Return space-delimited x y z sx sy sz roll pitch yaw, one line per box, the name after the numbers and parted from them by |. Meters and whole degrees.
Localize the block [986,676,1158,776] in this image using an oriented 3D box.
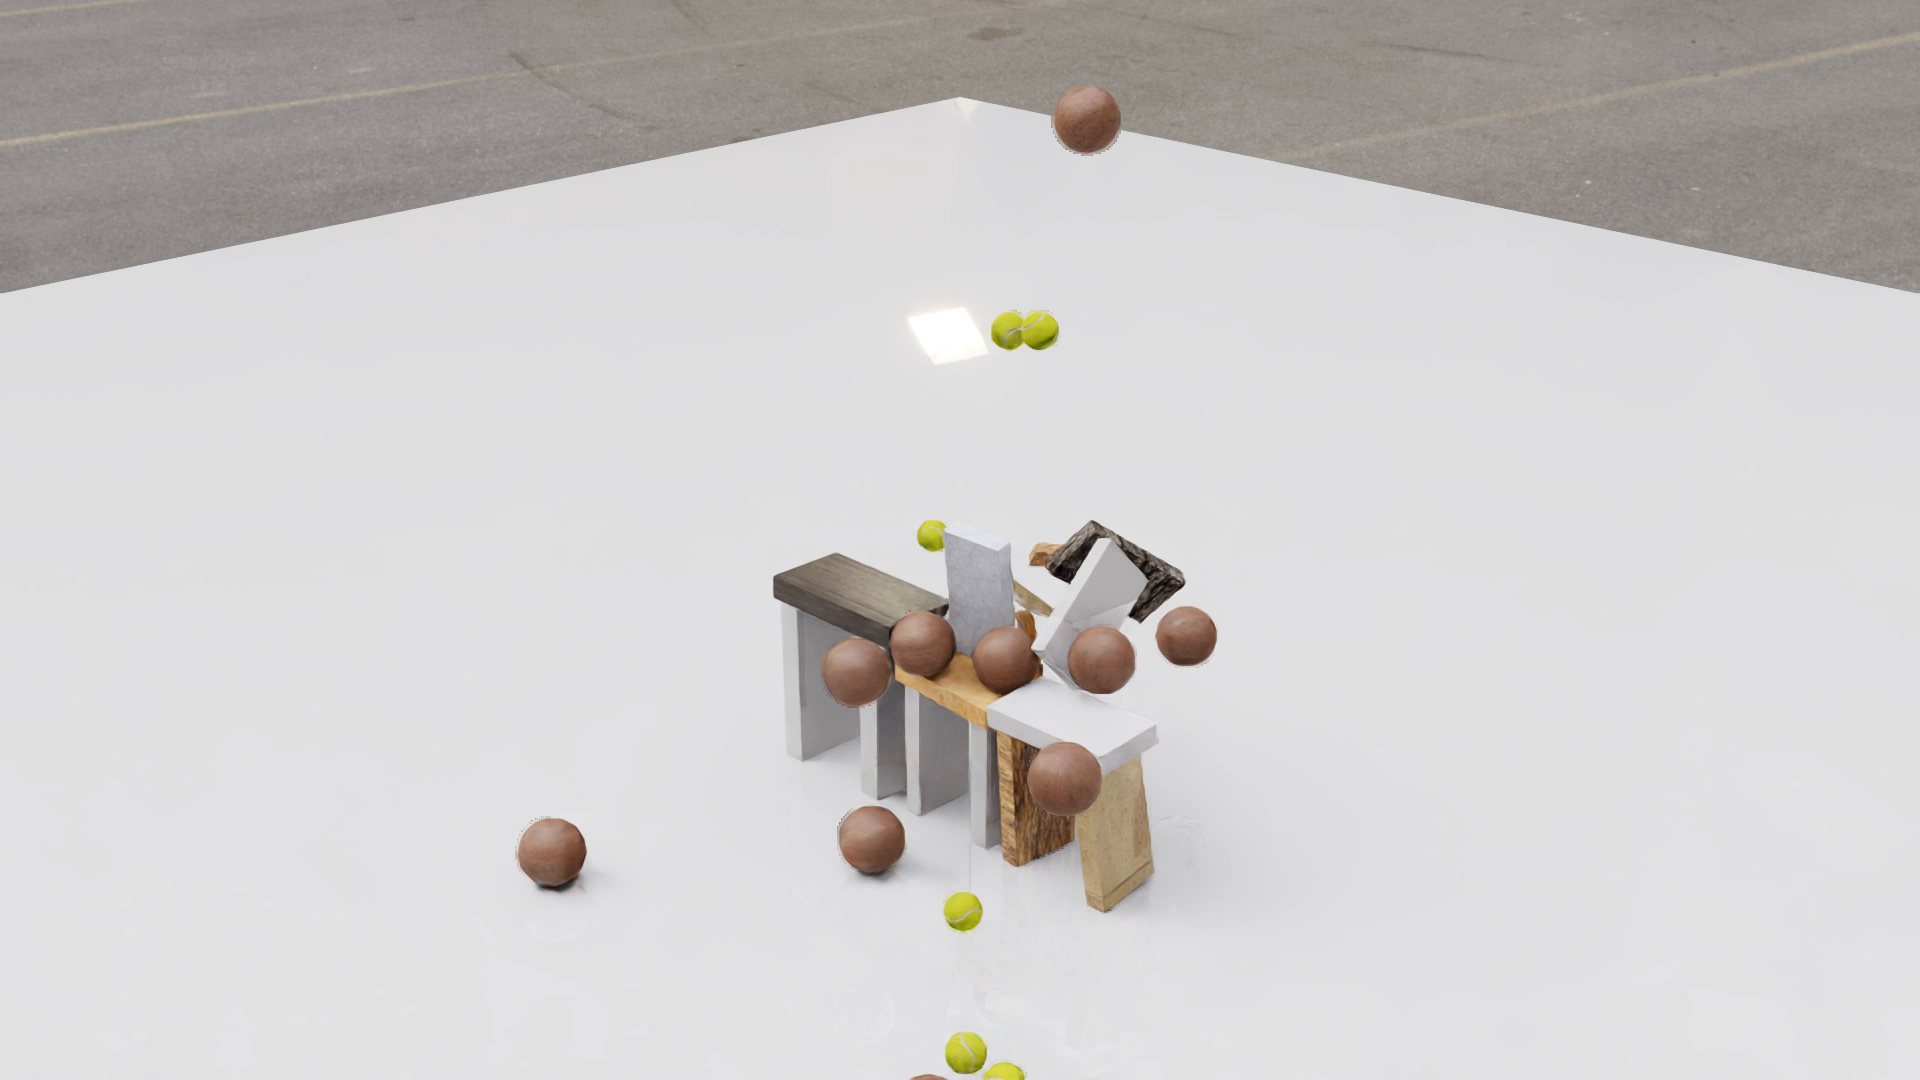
0.208 0.344 4.102 0.149 0.042 0.299 -26 31 -36 | block

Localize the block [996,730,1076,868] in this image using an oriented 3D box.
0.148 0.471 4.259 0.149 0.299 0.042 -20 29 -34 | block

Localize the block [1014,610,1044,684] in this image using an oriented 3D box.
0.143 0.225 4.481 0.022 0.156 0.078 -11 7 -10 | block

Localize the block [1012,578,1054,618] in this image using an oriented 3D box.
0.115 0.106 4.406 0.156 0.022 0.078 36 -10 -34 | block

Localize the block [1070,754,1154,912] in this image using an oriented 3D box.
0.285 0.530 4.102 0.042 0.299 0.149 18 38 41 | block

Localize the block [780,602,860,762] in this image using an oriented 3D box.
-0.290 0.276 4.659 0.050 0.353 0.176 21 31 41 | block

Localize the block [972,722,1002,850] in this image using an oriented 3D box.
0.086 0.457 4.328 0.139 0.278 0.039 -21 31 -41 | block

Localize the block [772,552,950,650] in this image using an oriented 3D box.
-0.201 0.122 4.506 0.176 0.050 0.353 -21 31 -40 | block

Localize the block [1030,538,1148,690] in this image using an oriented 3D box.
0.252 0.143 4.242 0.038 0.133 0.265 7 58 51 | block

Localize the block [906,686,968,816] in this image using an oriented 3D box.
-0.045 0.405 4.449 0.139 0.278 0.039 -21 30 -41 | block

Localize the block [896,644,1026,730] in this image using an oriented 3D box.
0.014 0.285 4.326 0.139 0.039 0.278 -18 29 -36 | block

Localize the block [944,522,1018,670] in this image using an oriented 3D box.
0.041 0.111 4.303 0.133 0.289 0.038 21 42 32 | block

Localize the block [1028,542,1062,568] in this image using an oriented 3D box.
0.226 0.037 4.514 0.156 0.022 0.078 7 -22 -9 | block

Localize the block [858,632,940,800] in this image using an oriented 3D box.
-0.123 0.341 4.505 0.050 0.353 0.176 21 31 41 | block

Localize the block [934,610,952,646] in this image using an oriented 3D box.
-0.011 0.164 4.432 0.046 0.092 0.013 34 -2 -34 | block

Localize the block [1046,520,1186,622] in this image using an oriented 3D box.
0.312 0.065 4.392 0.266 0.133 0.038 28 31 -35 | block
